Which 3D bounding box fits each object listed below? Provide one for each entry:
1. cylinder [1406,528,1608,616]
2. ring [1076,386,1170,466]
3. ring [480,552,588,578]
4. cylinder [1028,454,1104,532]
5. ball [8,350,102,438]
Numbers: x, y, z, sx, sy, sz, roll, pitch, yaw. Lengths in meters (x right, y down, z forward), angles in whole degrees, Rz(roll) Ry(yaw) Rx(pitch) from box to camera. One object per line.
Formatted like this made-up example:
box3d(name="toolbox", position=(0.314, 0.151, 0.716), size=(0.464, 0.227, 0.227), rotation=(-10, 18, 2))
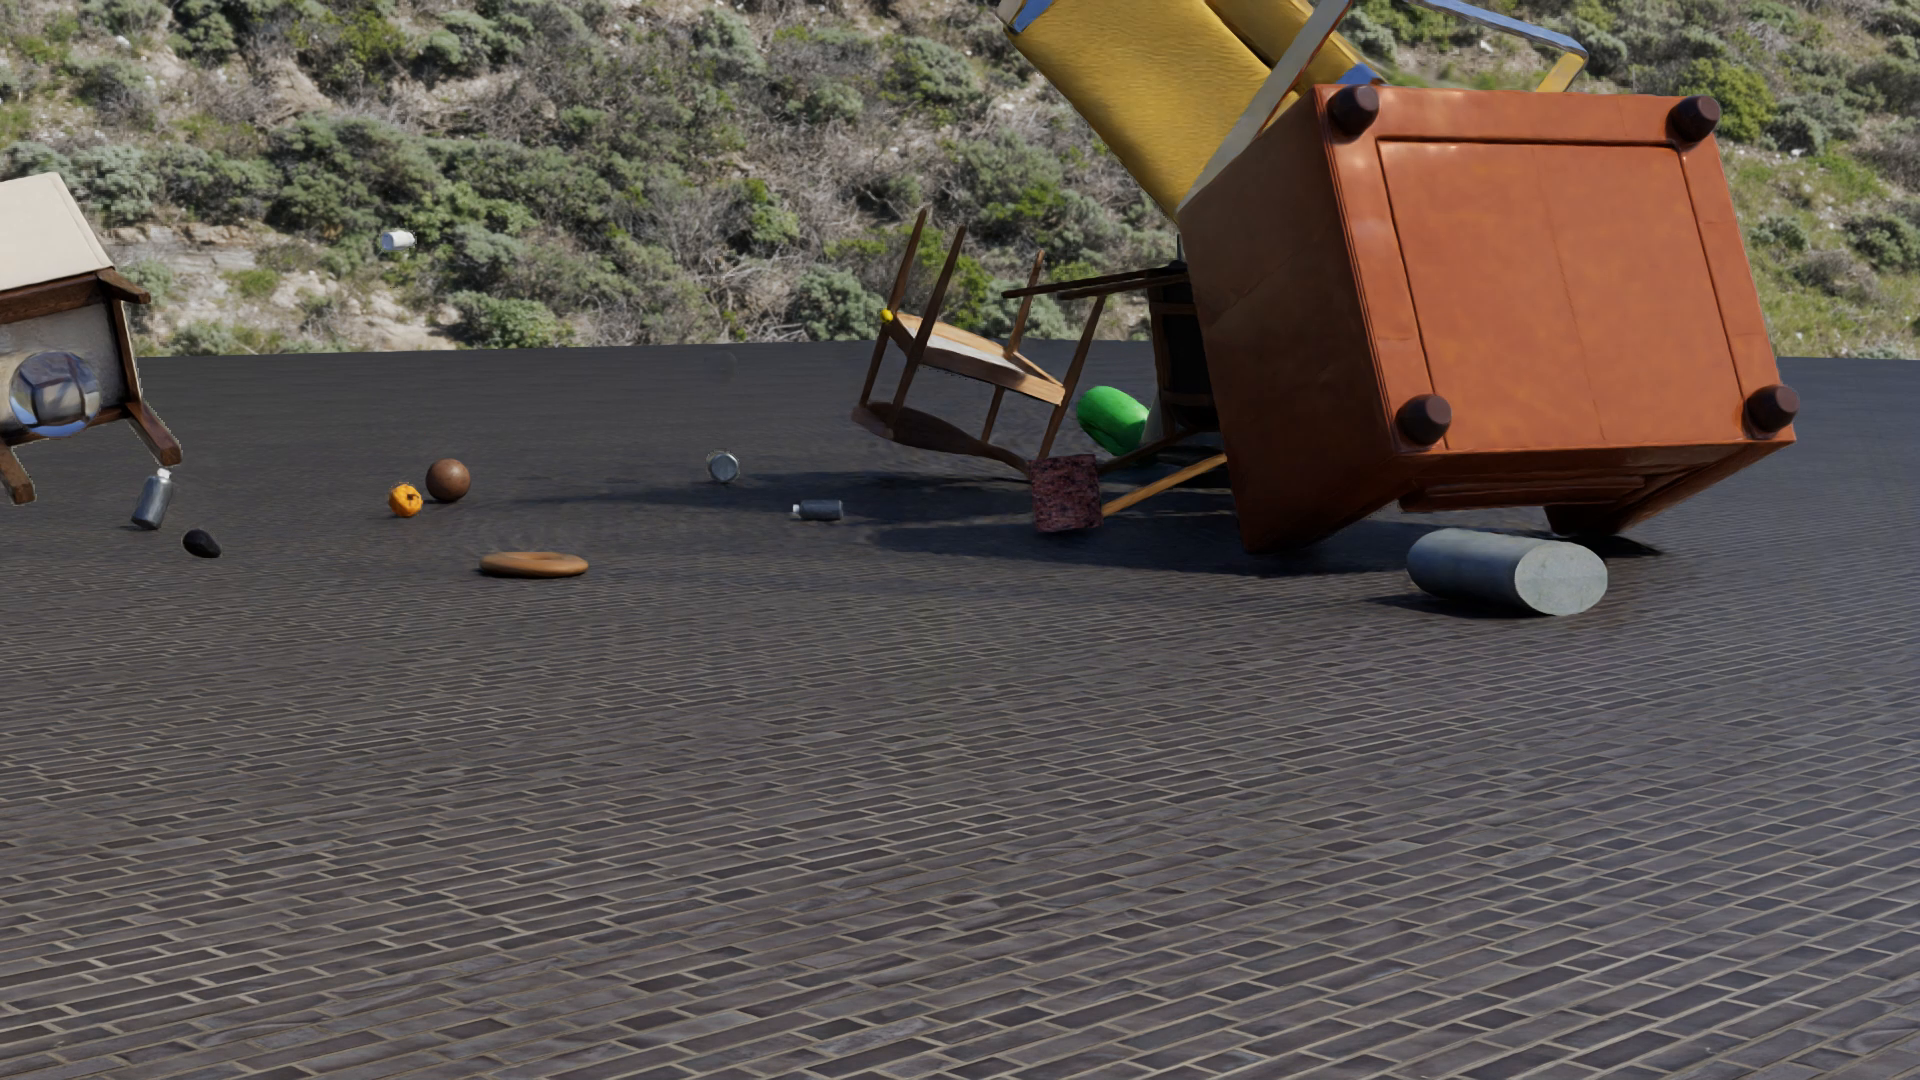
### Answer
box3d(name="cylinder", position=(1.086, 0.062, 5.101), size=(0.251, 0.143, 0.307), rotation=(4, 3, -32))
box3d(name="ring", position=(0.566, -0.395, 8.939), size=(0.387, 0.156, 0.311), rotation=(33, -10, 45))
box3d(name="ring", position=(-0.947, 0.054, 5.701), size=(0.217, 0.039, 0.281), rotation=(-5, 8, -44))
box3d(name="cylinder", position=(0.272, -0.121, 6.583), size=(0.172, 0.185, 0.181), rotation=(-7, 3, -8))
box3d(name="ball", position=(-2.311, -0.374, 6.549), size=(0.224, 0.224, 0.224), rotation=(0, 6, 0))
